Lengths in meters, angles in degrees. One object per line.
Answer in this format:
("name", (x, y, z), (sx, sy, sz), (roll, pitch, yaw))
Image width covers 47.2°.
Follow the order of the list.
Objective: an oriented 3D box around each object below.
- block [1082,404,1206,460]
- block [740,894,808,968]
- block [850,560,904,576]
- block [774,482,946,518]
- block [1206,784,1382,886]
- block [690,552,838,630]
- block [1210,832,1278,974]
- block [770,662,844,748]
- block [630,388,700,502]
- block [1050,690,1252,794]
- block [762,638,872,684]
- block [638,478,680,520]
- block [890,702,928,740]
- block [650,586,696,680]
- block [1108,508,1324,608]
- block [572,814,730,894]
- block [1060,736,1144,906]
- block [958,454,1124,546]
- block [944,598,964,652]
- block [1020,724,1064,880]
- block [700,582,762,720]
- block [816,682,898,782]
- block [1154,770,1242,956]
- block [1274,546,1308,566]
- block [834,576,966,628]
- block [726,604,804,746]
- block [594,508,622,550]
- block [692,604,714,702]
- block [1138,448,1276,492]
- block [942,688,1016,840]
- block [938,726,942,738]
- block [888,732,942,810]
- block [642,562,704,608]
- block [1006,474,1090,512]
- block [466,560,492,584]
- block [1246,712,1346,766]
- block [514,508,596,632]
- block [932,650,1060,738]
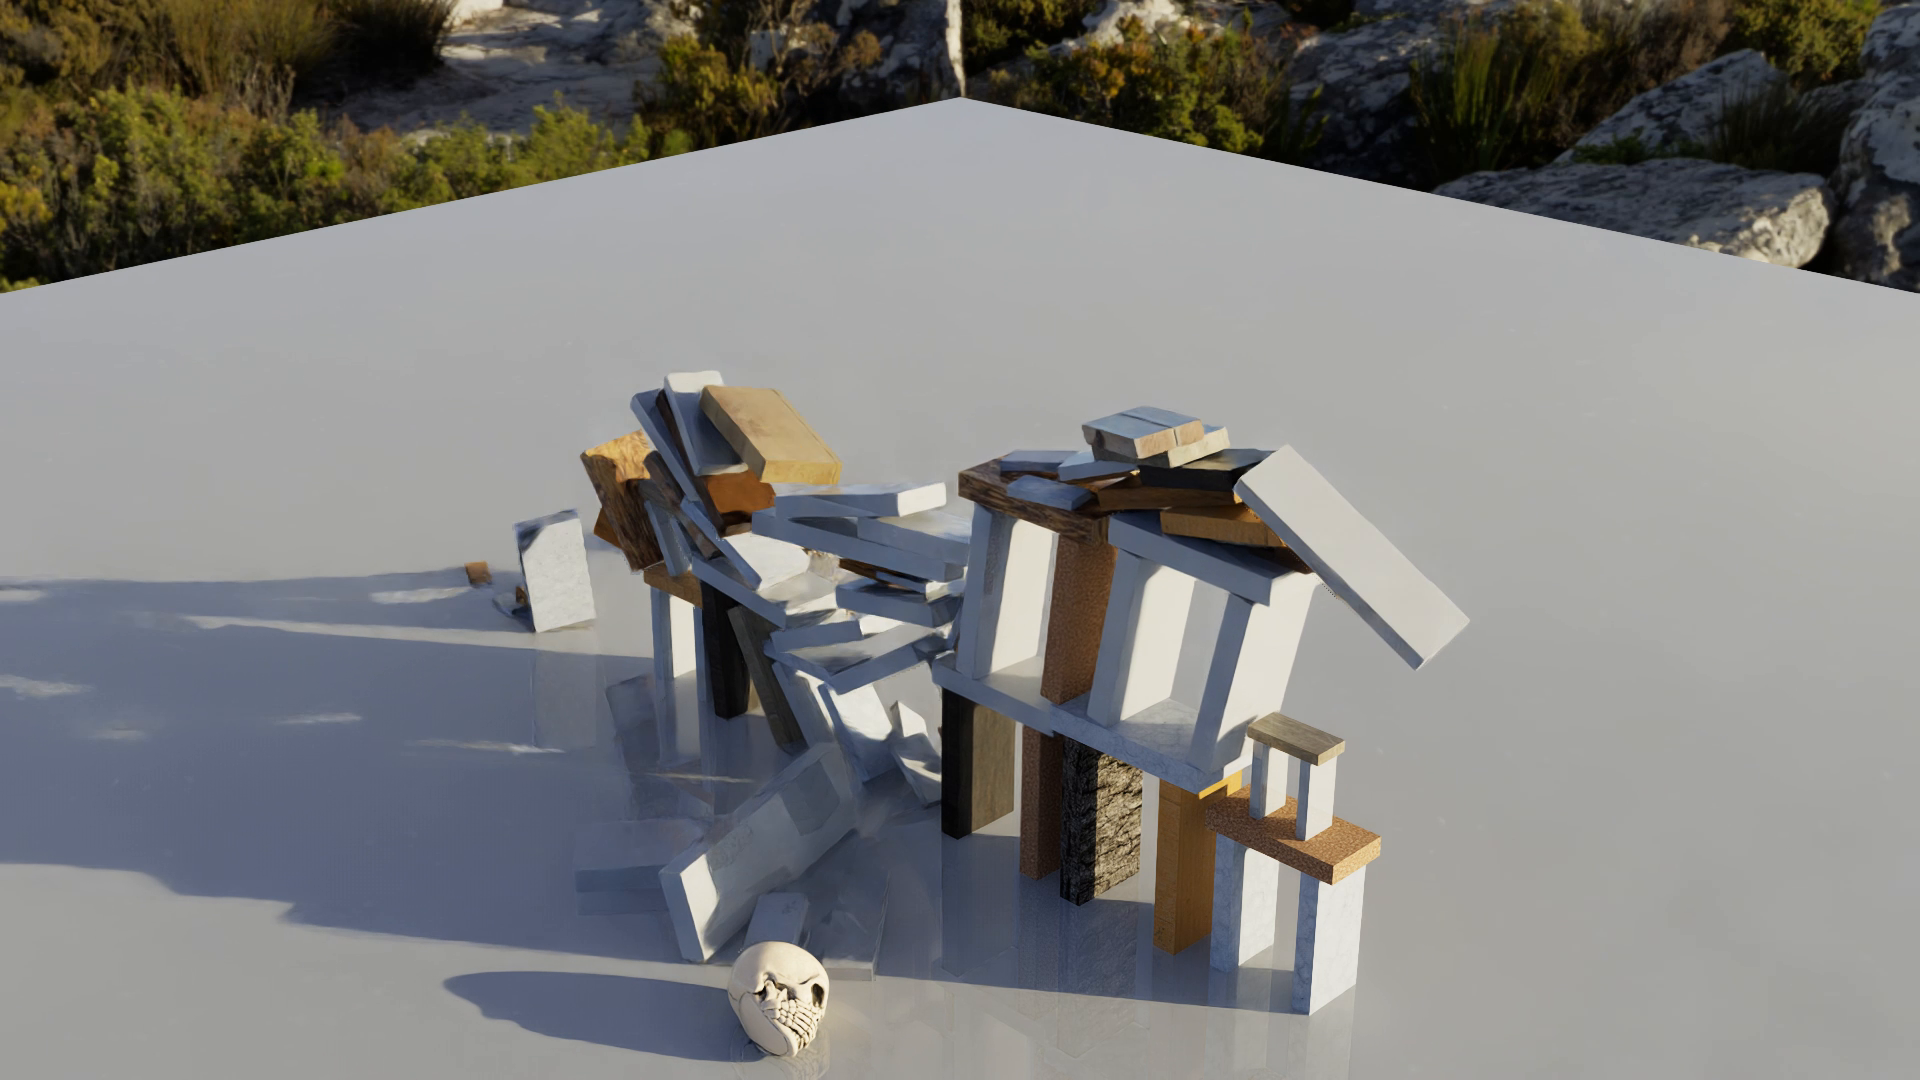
("block", (0.313, -0.187, 3.783), (0.124, 0.035, 0.248), (-17, 14, -14))
("block", (-0.338, 0.712, 4.013), (0.090, 0.026, 0.181), (-2, 29, 9))
("block", (-0.149, 0.042, 4.391), (0.130, 0.018, 0.065), (15, 26, 36))
("block", (-0.200, -0.079, 4.386), (0.312, 0.044, 0.156), (0, 9, 36))
("block", (0.576, 0.506, 3.817), (0.274, 0.039, 0.137), (21, 31, 41))
("block", (-0.417, 0.088, 4.711), (0.156, 0.044, 0.312), (-21, 37, -41))
("block", (0.512, 0.625, 3.938), (0.039, 0.274, 0.137), (21, 31, 41))
("block", (-0.307, 0.345, 4.698), (0.111, 0.221, 0.031), (-21, -6, -41))
("block", (-0.589, -0.215, 4.768), (0.137, 0.039, 0.274), (-18, 64, -38))
("block", (0.349, 0.349, 3.989), (0.346, 0.049, 0.173), (21, 31, 41))
("block", (-0.302, 0.243, 4.648), (0.221, 0.031, 0.111), (20, 31, 40))
("block", (-0.623, -0.094, 4.862), (0.088, 0.025, 0.176), (-21, 40, -40))
("block", (-0.101, 0.417, 4.644), (0.081, 0.023, 0.161), (37, 22, -30))
("block", (-0.644, 0.195, 5.005), (0.033, 0.230, 0.115), (22, 32, 40))
("block", (0.445, 0.011, 3.754), (0.176, 0.050, 0.353), (-21, 32, -40))
("block", (-0.570, 0.606, 4.269), (0.350, 0.050, 0.175), (-3, 23, -7))
("block", (0.268, 0.499, 4.141), (0.049, 0.346, 0.173), (21, 31, 41))
("block", (0.176, -0.080, 4.008), (0.336, 0.048, 0.168), (21, 31, 40))
("block", (0.022, 0.149, 4.257), (0.070, 0.140, 0.020), (-16, 49, -40))
("block", (0.189, 0.477, 4.222), (0.046, 0.323, 0.162), (22, 31, 40))
("block", (-0.480, 0.221, 4.836), (0.156, 0.312, 0.044), (-21, 26, -41))
("block", (-0.204, 0.385, 4.602), (0.111, 0.221, 0.031), (-22, -6, -41))
("block", (0.431, 0.563, 3.990), (0.049, 0.346, 0.173), (21, 31, 41))
("block", (0.582, 0.024, 3.604), (0.120, 0.017, 0.060), (21, 31, 36))
("block", (-0.095, 0.112, 4.373), (0.152, 0.043, 0.304), (-19, 19, -38))
("block", (-0.377, 0.271, 4.746), (0.156, 0.312, 0.044), (-22, 2, -41))
("block", (-0.782, -0.065, 5.181), (0.121, 0.243, 0.034), (30, 51, 1))
("block", (-0.536, 0.237, 4.907), (0.033, 0.230, 0.115), (21, 31, 41))
("block", (0.431, -0.120, 3.712), (0.130, 0.037, 0.261), (-17, 12, -28))
("block", (0.038, 0.418, 4.362), (0.046, 0.323, 0.162), (22, 32, 40))
("block", (-0.005, 0.456, 4.580), (0.023, 0.081, 0.161), (-26, 26, -2))
("block", (-0.073, 0.473, 4.520), (0.081, 0.023, 0.161), (-15, 57, -31))
("block", (-0.588, 0.095, 4.902), (0.230, 0.033, 0.115), (20, 30, 40))
("block", (0.159, -0.085, 3.934), (0.135, 0.019, 0.068), (14, 27, 30))
("block", (-1.215, 0.081, 5.552), (0.050, 0.014, 0.101), (-7, 24, -17))
("block", (0.573, 0.338, 3.751), (0.150, 0.021, 0.075), (21, 31, 41))
("block", (-0.955, 0.074, 5.190), (0.146, 0.292, 0.041), (-15, 37, -17))
("block", (0.115, 0.278, 4.219), (0.323, 0.046, 0.162), (21, 31, 41))
